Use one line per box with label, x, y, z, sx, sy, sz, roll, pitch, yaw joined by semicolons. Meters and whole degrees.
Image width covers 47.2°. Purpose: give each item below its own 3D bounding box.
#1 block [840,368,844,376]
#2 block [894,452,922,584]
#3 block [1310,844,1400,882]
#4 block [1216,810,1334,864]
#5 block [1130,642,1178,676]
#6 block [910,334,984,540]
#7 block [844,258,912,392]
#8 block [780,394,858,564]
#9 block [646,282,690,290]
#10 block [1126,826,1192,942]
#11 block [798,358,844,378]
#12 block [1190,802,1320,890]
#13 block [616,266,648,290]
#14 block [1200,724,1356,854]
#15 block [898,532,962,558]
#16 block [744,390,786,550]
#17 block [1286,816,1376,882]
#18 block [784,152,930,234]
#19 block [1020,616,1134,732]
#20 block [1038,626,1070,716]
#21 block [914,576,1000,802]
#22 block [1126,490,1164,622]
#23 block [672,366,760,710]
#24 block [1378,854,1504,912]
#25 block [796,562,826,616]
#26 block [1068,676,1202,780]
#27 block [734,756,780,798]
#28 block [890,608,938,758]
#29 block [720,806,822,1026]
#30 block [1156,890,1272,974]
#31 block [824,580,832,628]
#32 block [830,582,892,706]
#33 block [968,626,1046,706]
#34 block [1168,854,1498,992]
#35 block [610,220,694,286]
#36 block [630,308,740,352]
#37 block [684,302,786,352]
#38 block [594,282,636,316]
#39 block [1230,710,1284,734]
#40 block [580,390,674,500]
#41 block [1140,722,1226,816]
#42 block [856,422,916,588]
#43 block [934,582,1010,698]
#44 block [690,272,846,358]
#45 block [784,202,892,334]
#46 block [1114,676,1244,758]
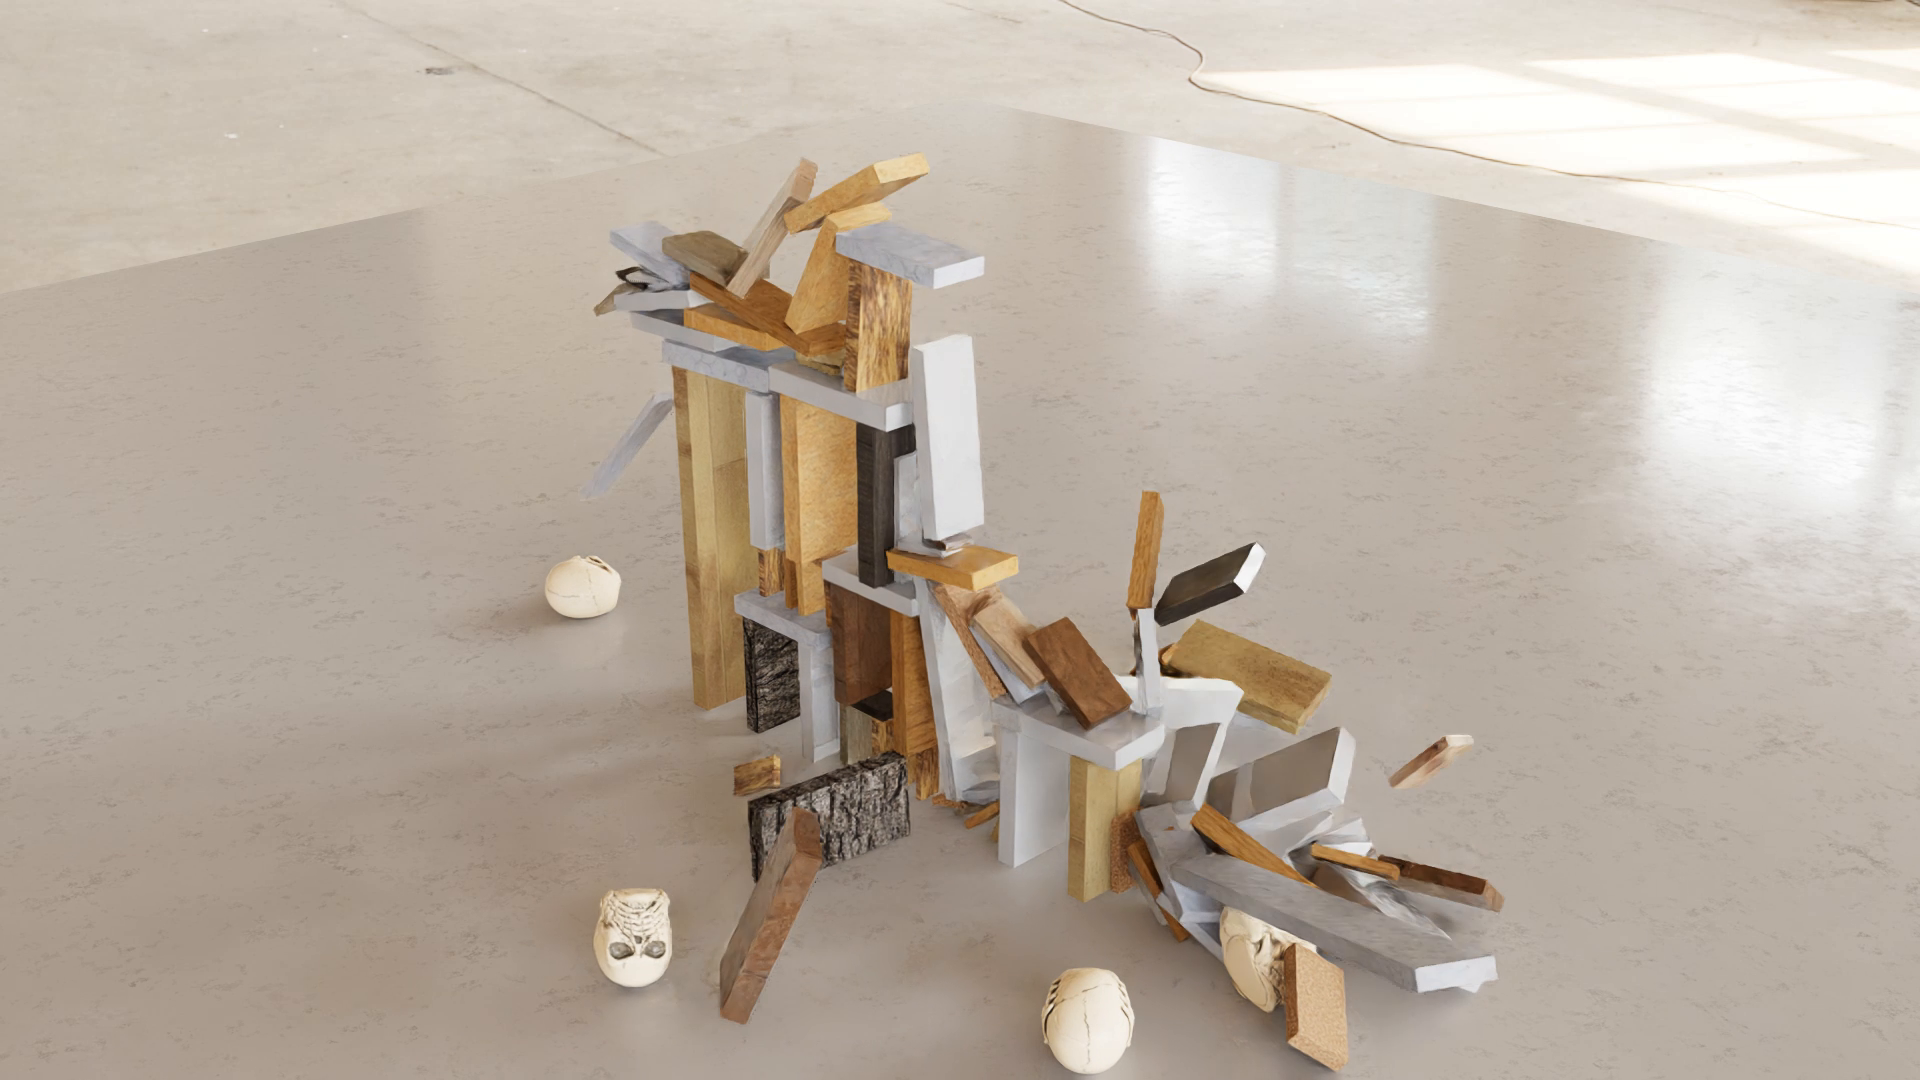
block;-0.191;-0.370;4.286;0.016;0.114;0.057;43;42;22
block;-0.102;-0.043;4.315;0.059;0.261;0.017;-20;30;-39
block;0.727;0.593;4.046;0.152;0.022;0.076;12;-12;23
block;0.593;0.605;4.296;0.104;0.030;0.375;16;28;33
block;0.426;0.264;4.817;0.058;0.016;0.116;-43;7;-38
block;-0.024;-0.195;4.192;0.037;0.372;0.131;13;24;42
block;-0.155;-0.424;4.216;0.131;0.263;0.037;-20;36;-39
block;-0.280;-0.144;4.470;0.048;0.355;0.169;21;31;40
block;-0.614;-0.543;4.657;0.050;0.014;0.100;-24;19;-38
block;0.399;0.636;4.068;0.099;0.028;0.197;-18;70;-35
block;-0.262;-0.351;4.360;0.057;0.016;0.114;-19;30;-38
block;0.574;0.614;4.007;0.328;0.164;0.046;36;82;29
block;-0.691;-0.565;4.741;0.050;0.014;0.100;-22;35;-36
block;0.596;0.476;4.174;0.328;0.046;0.164;-29;25;38
block;-0.058;0.010;4.261;0.117;0.017;0.059;11;25;41
block;-0.361;-0.162;4.550;0.048;0.336;0.168;20;30;38
block;0.703;0.590;4.167;0.152;0.076;0.022;-26;9;4
block;-0.197;-0.656;4.168;0.137;0.039;0.274;-22;1;-45
block;0.218;0.248;4.101;0.104;0.030;0.209;-25;67;-32
block;0.189;0.243;4.164;0.090;0.025;0.179;-13;58;-25
block;-0.005;0.275;4.354;0.121;0.474;0.034;-21;19;-40
block;0.361;0.033;4.272;0.033;0.231;0.116;6;-16;12
block;-0.521;-0.017;4.789;0.168;0.790;0.048;-21;30;-41
block;0.894;0.640;4.100;0.214;0.030;0.107;9;-20;36
block;-0.310;0.088;4.597;0.018;0.130;0.065;18;28;42
block;0.361;0.394;4.611;0.334;0.167;0.047;-15;56;-33
block;-0.393;0.457;4.256;0.116;0.058;0.016;-20;-30;40
block;-0.075;0.269;4.418;0.132;0.318;0.037;-21;29;-40
block;-0.329;0.645;3.789;0.048;0.339;0.170;21;17;-13
block;0.460;0.691;3.989;0.197;0.028;0.099;41;41;21
block;-0.248;0.112;4.541;0.065;0.130;0.018;-21;29;-40
block;-0.200;0.196;4.522;0.132;0.265;0.037;-21;30;-41
block;0.100;0.220;4.188;0.090;0.025;0.179;-22;74;-42
block;0.530;0.570;3.381;0.107;0.030;1.207;-7;-1;-10
block;-0.628;-0.611;4.673;0.116;0.033;0.231;-20;41;-39
block;-0.559;-0.455;4.643;0.130;0.037;0.281;-21;29;-40
block;-0.434;-0.446;4.514;0.259;0.037;0.130;20;30;41
block;-0.743;-0.532;4.811;0.067;0.019;0.134;-26;-2;-41
block;0.616;0.355;4.806;0.211;0.030;0.105;11;47;14
block;-0.748;-0.213;4.969;0.067;0.452;0.019;-20;75;-39
block;0.434;0.448;4.285;0.116;0.033;0.231;-11;30;29
block;-0.122;-0.089;4.323;0.169;0.338;0.048;-20;31;-39
block;0.056;0.175;4.236;0.121;0.241;0.034;-24;-7;-42
block;-0.383;-0.467;4.450;0.116;0.033;0.397;-18;37;-38
block;-0.239;-0.527;4.271;0.137;0.275;0.039;-22;61;-41
block;0.404;0.366;4.518;0.405;0.167;0.047;5;25;-42
